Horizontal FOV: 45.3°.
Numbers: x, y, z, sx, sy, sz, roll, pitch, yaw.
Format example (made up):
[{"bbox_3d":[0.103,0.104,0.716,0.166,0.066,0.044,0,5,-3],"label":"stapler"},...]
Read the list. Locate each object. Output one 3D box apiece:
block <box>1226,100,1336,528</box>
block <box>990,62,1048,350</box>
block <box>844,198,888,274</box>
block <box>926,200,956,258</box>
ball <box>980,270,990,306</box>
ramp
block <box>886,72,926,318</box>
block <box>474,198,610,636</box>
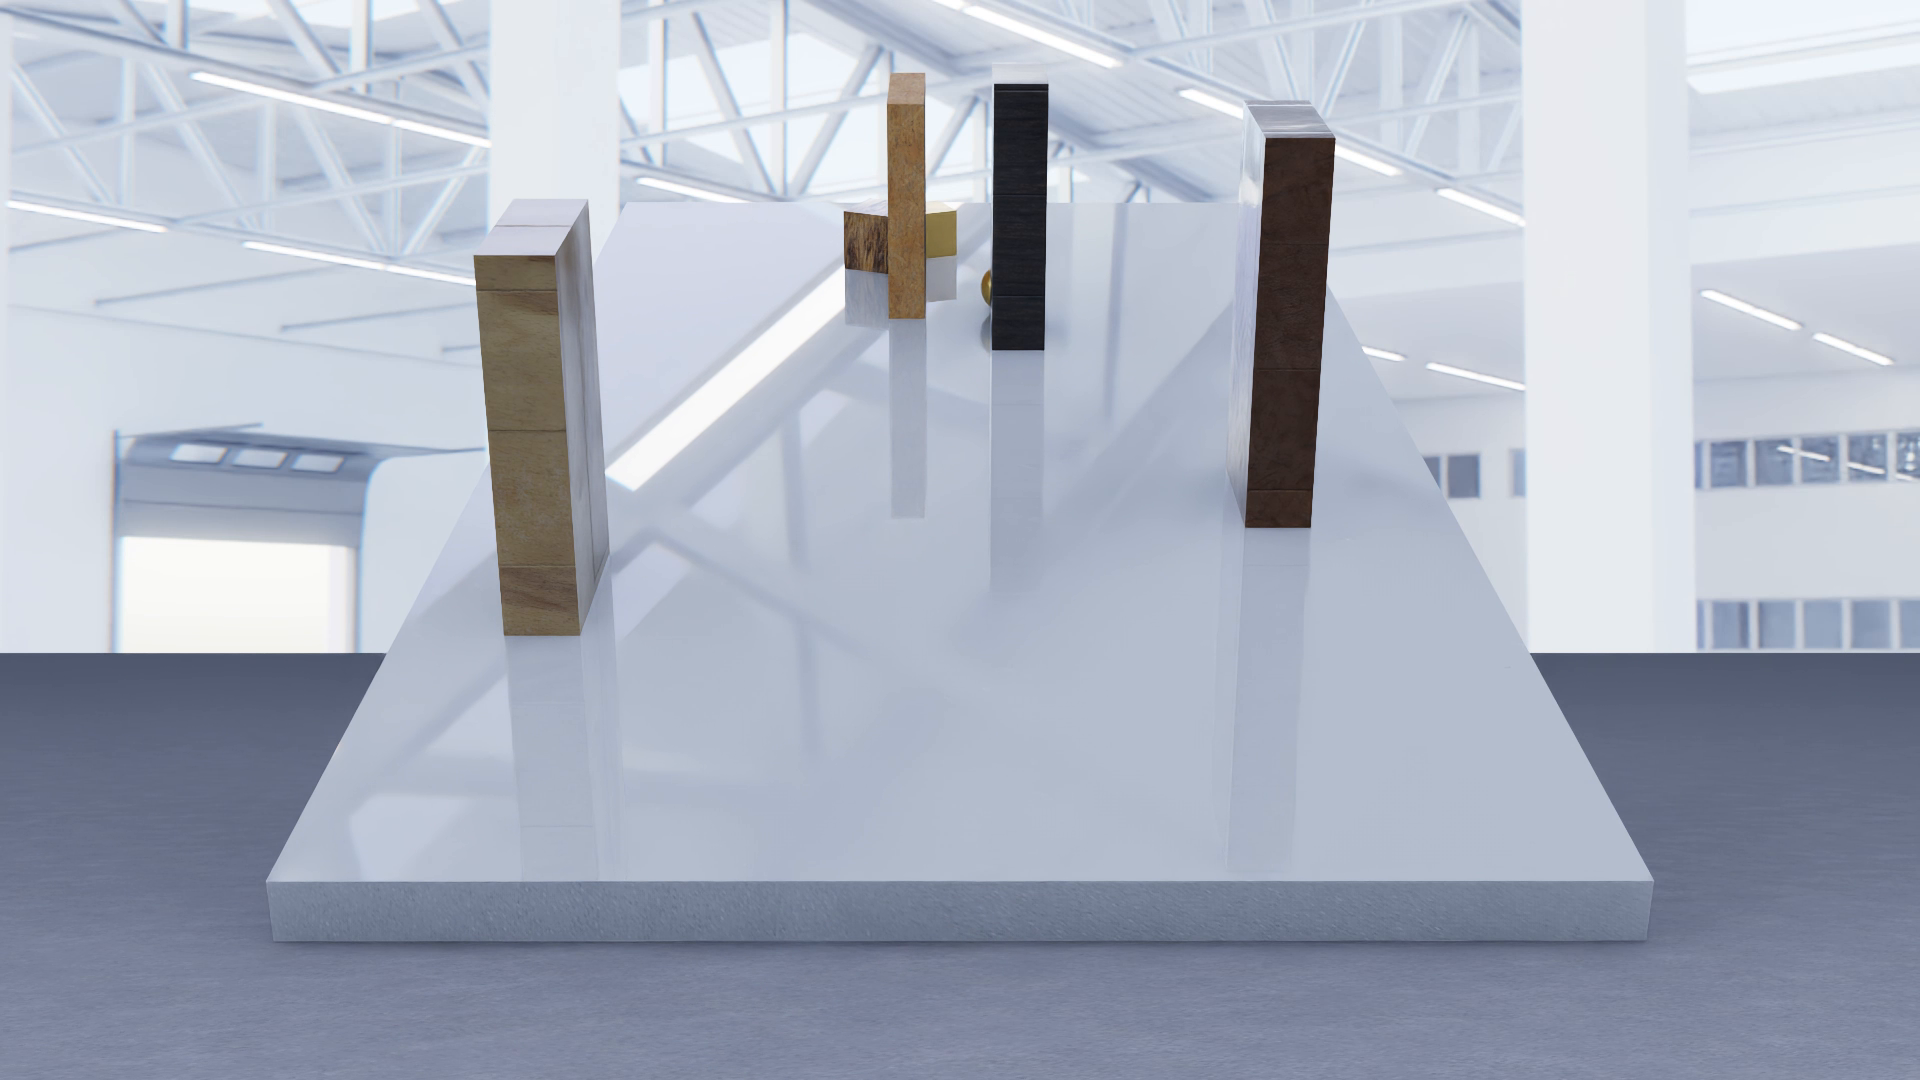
[{"bbox_3d":[0.632,-0.452,4.585,0.131,0.781,0.346,0,22,0],"label":"block"},{"bbox_3d":[0.143,-0.819,5.645,0.129,0.654,0.272,0,22,0],"label":"block"},{"bbox_3d":[-0.211,-0.836,6.332,0.161,0.161,0.161,10,24,23],"label":"block"},{"bbox_3d":[-0.093,-0.871,6.462,0.128,0.128,0.128,-9,24,-21],"label":"block"},{"bbox_3d":[0.117,-0.651,5.929,0.127,0.127,0.127,0,-3,0],"label":"ball"},{"bbox_3d":[-0.007,-0.223,5.184,2.000,0.100,4.000,0,22,0],"label":"ramp"},{"bbox_3d":[-0.136,-0.898,5.971,0.092,0.550,0.406,0,22,0],"label":"block"},{"bbox_3d":[-0.744,-0.225,4.140,0.135,0.696,0.386,0,22,0],"label":"block"}]
